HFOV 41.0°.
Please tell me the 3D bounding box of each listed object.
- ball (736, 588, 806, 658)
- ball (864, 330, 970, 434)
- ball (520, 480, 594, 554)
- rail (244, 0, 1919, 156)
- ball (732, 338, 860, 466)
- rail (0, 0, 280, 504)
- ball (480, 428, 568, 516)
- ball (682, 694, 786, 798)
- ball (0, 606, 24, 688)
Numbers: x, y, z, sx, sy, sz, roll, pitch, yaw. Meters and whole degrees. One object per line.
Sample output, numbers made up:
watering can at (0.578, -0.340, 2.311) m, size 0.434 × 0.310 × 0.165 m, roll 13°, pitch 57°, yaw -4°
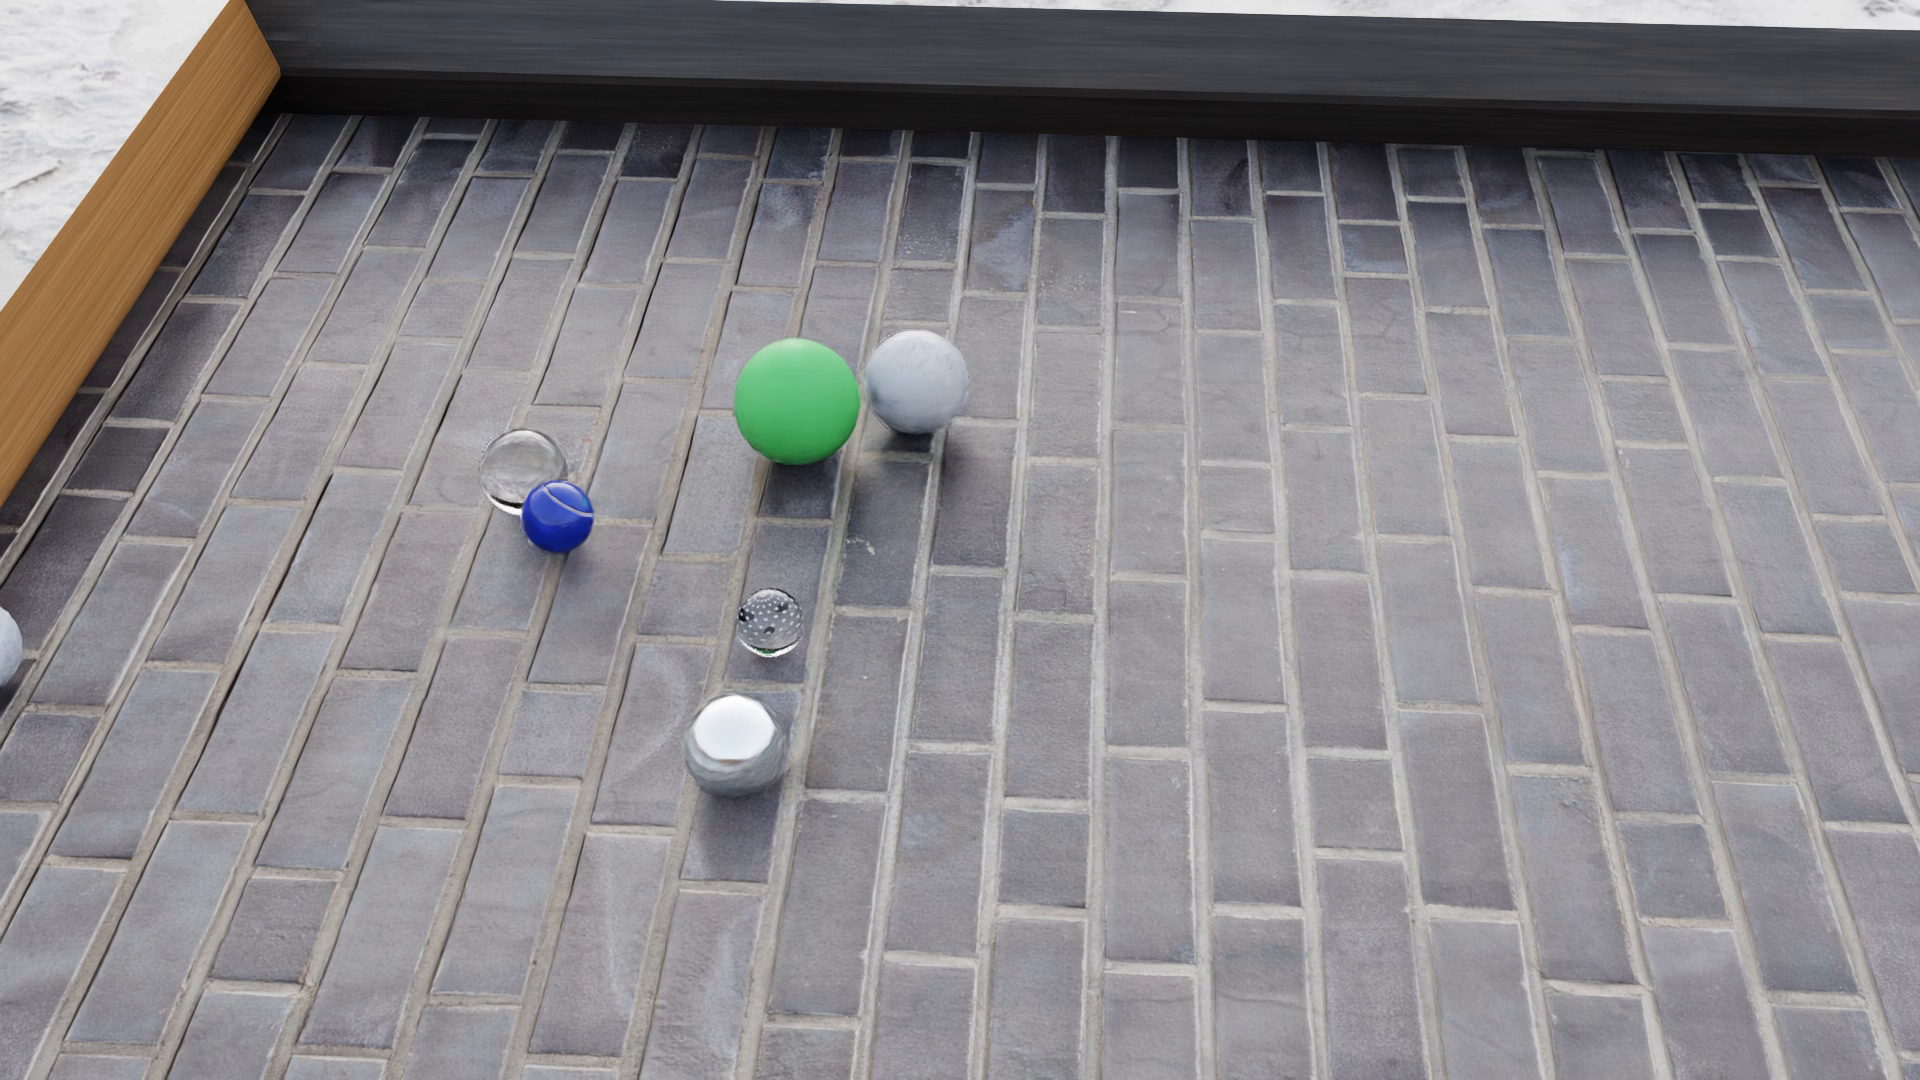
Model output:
ball at (-0.133, 0.058, 1.797) m, size 0.049 × 0.049 × 0.049 m, roll 0°, pitch 35°, yaw 0°
ball at (-0.034, -0.125, 2.028) m, size 0.083 × 0.083 × 0.083 m, roll 0°, pitch 35°, yaw 0°
ball at (-0.298, -0.017, 1.900) m, size 0.054 × 0.054 × 0.054 m, roll 0°, pitch 35°, yaw 0°
rail at (0.781, -0.409, 2.392) m, size 2.953 × 0.128 × 0.045 m, roll 2°, pitch 35°, yaw 3°
ball at (-0.127, -0.107, 1.989) m, size 0.098 × 0.098 × 0.098 m, roll 0°, pitch 35°, yaw 0°
rail at (-0.713, -0.050, 1.880) m, size 0.045 × 0.128 × 1.480 m, roll 2°, pitch 35°, yaw 3°
ball at (-0.329, -0.051, 1.938) m, size 0.066 × 0.066 × 0.066 m, roll 0°, pitch 35°, yaw 0°
ball at (-0.147, 0.134, 1.672) m, size 0.068 × 0.068 × 0.068 m, roll 0°, pitch 35°, yaw 0°
ball at (-0.678, 0.074, 1.757) m, size 0.069 × 0.069 × 0.069 m, roll 0°, pitch 35°, yaw 0°
